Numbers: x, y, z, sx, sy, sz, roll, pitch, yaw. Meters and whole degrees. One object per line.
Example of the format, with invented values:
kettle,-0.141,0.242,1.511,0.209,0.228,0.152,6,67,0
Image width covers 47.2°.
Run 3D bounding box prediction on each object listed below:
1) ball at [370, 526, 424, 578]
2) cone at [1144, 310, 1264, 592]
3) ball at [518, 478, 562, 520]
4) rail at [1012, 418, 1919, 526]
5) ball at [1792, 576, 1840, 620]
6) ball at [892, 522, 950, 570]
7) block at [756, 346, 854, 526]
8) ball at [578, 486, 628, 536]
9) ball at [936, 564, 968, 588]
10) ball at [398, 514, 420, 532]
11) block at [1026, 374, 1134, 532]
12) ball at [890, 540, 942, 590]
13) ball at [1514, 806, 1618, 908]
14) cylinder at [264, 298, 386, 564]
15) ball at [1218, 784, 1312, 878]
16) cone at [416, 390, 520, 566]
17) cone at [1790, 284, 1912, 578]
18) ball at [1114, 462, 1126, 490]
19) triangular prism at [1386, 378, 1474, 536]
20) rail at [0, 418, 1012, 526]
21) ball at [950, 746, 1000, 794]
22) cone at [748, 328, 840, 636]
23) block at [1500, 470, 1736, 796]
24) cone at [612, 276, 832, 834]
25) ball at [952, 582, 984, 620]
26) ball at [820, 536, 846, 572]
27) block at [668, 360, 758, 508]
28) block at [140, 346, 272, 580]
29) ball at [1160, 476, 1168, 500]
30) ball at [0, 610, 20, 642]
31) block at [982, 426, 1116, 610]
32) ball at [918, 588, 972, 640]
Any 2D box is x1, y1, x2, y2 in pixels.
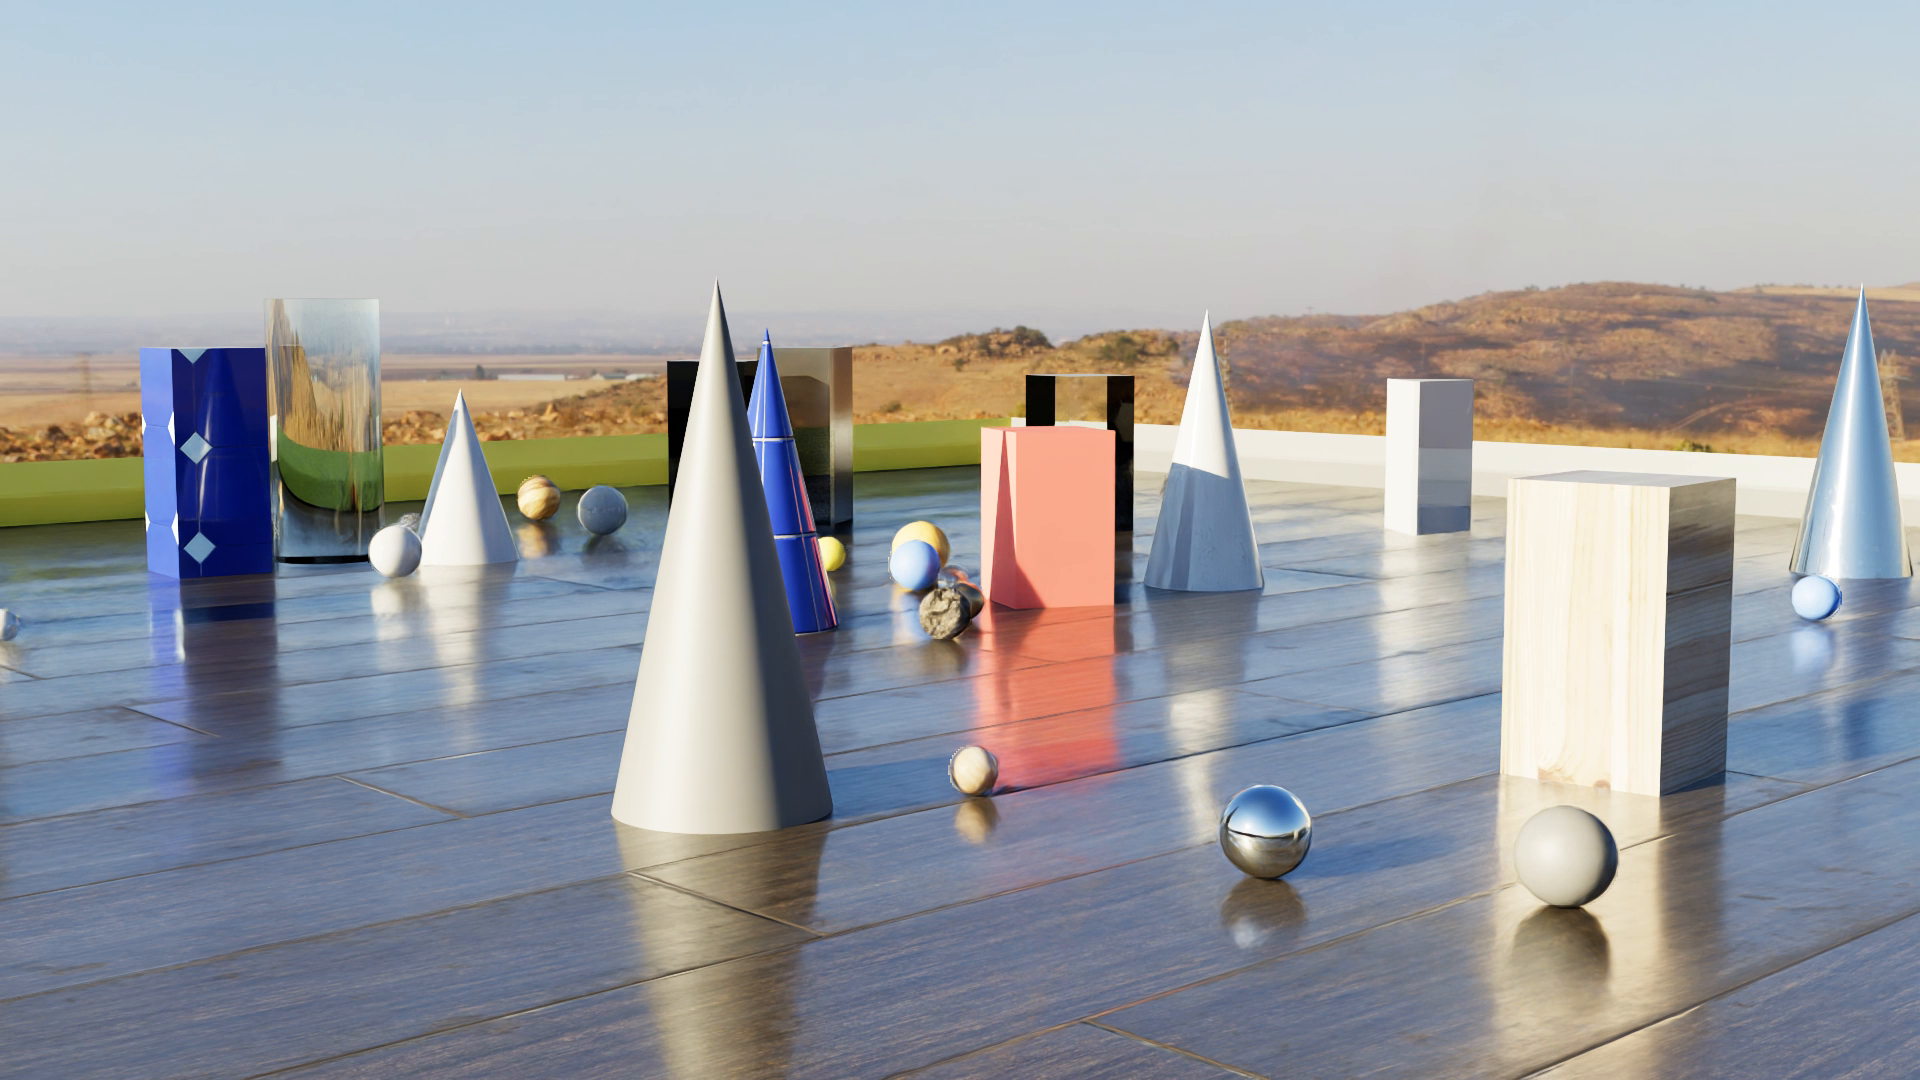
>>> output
ball,-0.942,0.019,3.677,0.087,0.087,0.087,0,6,0
cone,0.400,-0.151,3.579,0.198,0.447,0.198,0,6,0
ball,-0.896,-0.087,4.684,0.091,0.091,0.091,0,6,0
rail,1.656,-0.125,4.852,0.045,0.129,4.487,-5,8,-42
ball,1.233,0.084,3.170,0.065,0.065,0.065,0,6,0
ball,-0.065,0.018,3.647,0.097,0.097,0.097,0,6,0
block,-0.327,-0.224,4.658,0.159,0.368,0.159,2,6,14
ball,-0.709,-0.059,4.368,0.099,0.099,0.099,0,6,0
ball,-0.012,0.063,3.443,0.050,0.050,0.050,0,6,0
ball,-1.057,-0.023,4.238,0.055,0.055,0.055,0,6,0
block,0.243,-0.178,4.476,0.159,0.314,0.159,-4,7,-31
ball,-0.071,0.040,3.513,0.081,0.081,0.081,0,6,0
ball,0.453,0.237,1.647,0.076,0.076,0.076,0,6,0
cylinder,-1.139,-0.199,3.947,0.198,0.465,0.198,0,6,0
ball,0.241,0.229,1.731,0.073,0.073,0.073,0,6,0
cone,-0.893,-0.119,3.944,0.198,0.307,0.198,0,6,0
cone,1.525,-0.192,3.740,0.198,0.494,0.198,0,6,0
ball,0.377,-0.159,5.470,0.070,0.070,0.070,0,6,0
triangular prism,0.925,-0.173,4.467,0.172,0.305,0.149,-5,7,-37
rail,-1.505,-0.136,4.954,4.555,0.129,0.045,-5,8,-42
ball,0.014,0.213,2.029,0.044,0.044,0.044,0,6,0
cone,-0.270,-0.088,3.093,0.198,0.423,0.198,0,6,0
block,0.634,0.083,2.118,0.159,0.285,0.159,5,8,40
cone,-0.213,0.004,1.951,0.198,0.475,0.198,0,6,0
ball,0.007,0.088,3.176,0.055,0.055,0.055,0,6,0
ball,-0.226,0.024,3.768,0.059,0.059,0.059,0,6,0
block,-0.490,-0.191,4.452,0.159,0.345,0.159,1,6,10
block,-1.286,-0.136,3.751,0.159,0.382,0.159,-5,8,-38
ball,0.492,-0.108,4.889,0.090,0.090,0.090,0,6,0
ball,-1.291,0.116,2.964,0.043,0.043,0.043,0,6,0
block,0.134,-0.038,3.378,0.159,0.264,0.159,-2,6,-18
ball,-0.020,0.100,2.987,0.071,0.071,0.071,0,6,0
